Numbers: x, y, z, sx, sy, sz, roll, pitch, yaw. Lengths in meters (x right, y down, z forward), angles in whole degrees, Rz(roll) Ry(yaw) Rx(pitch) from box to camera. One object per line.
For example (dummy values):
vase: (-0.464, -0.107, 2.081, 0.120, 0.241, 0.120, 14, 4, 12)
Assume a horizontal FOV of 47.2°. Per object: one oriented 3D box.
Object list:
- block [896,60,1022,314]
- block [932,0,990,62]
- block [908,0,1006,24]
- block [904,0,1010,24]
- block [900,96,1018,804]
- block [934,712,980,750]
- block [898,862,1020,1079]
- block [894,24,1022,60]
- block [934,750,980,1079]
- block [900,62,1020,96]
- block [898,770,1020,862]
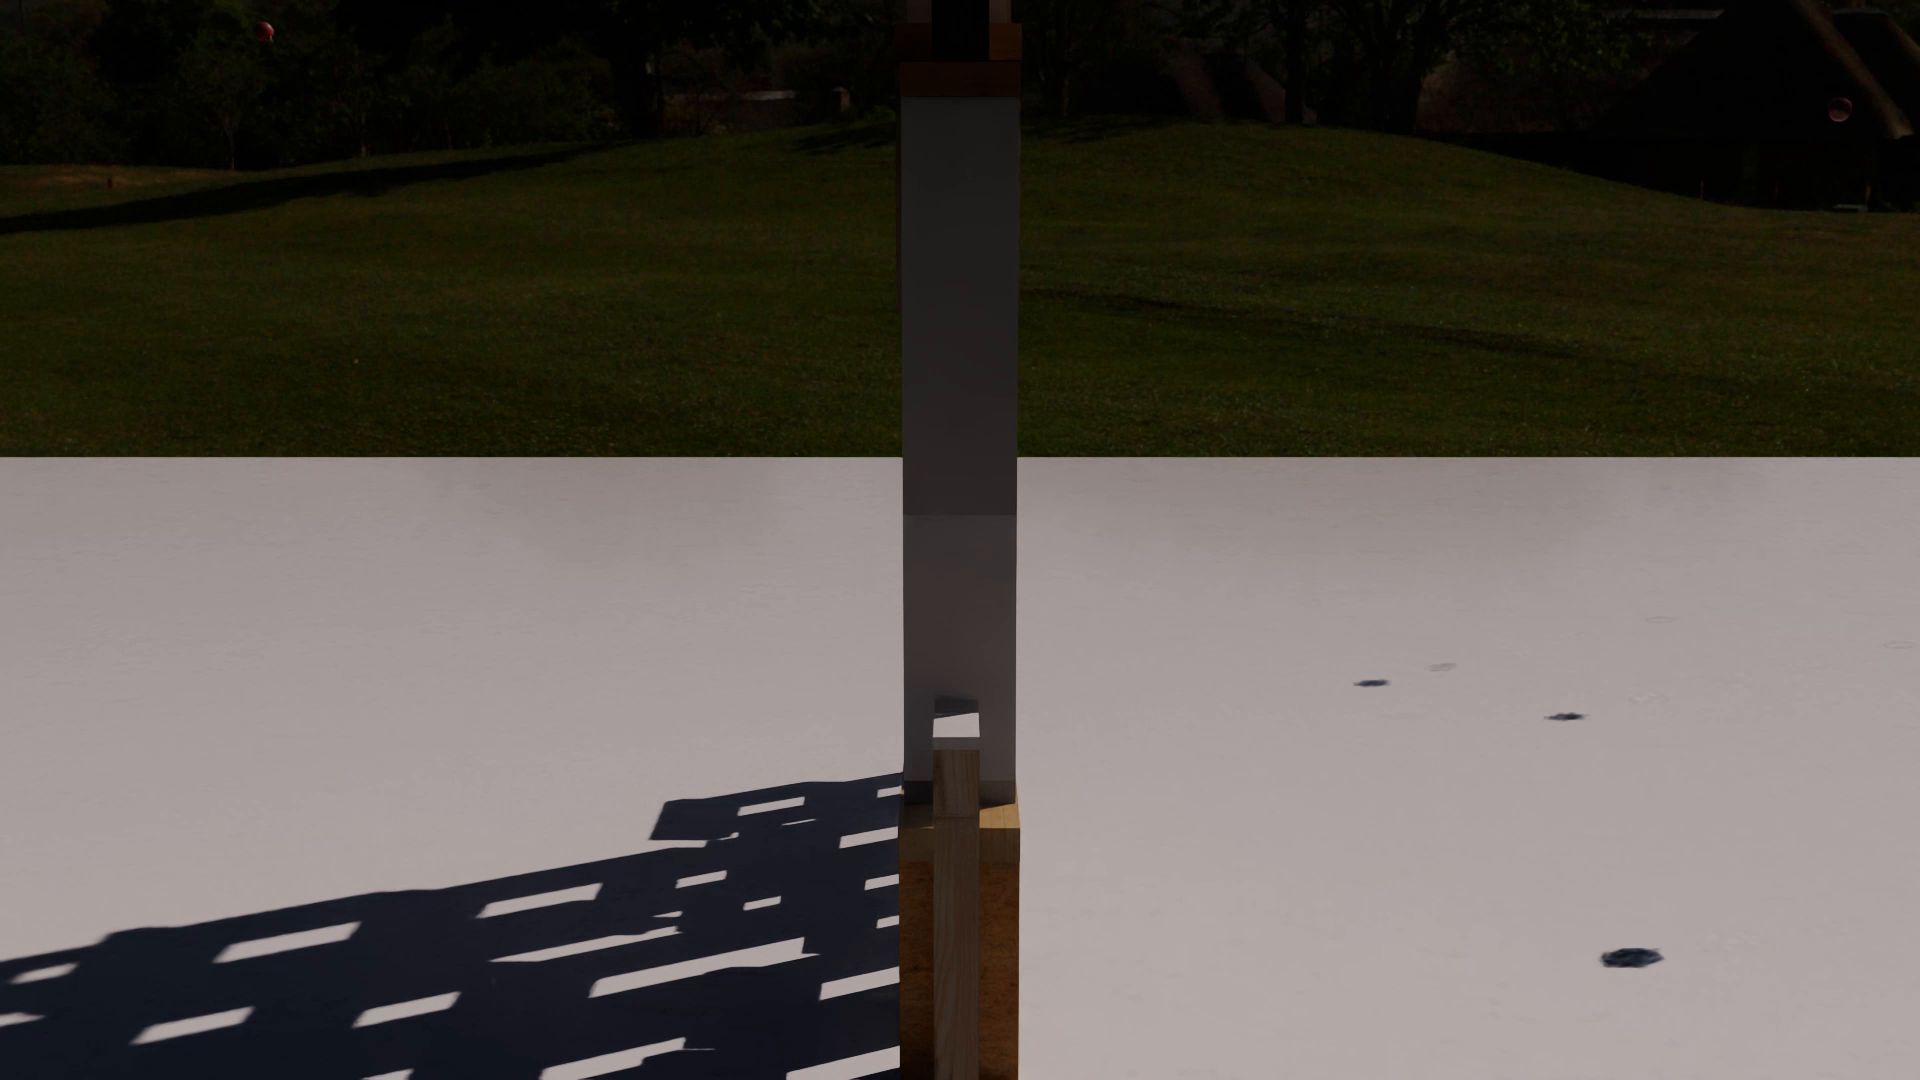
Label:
block: (-0.003, -0.502, 3.135, 0.176, 0.353, 0.050, 0, 11, 0)
block: (0.001, -0.699, 2.881, 0.075, 0.150, 0.021, 0, 11, 0)
block: (-0.005, -0.851, 3.032, 0.136, 0.272, 0.039, 0, 11, 0)
block: (-0.004, -0.928, 3.308, 0.161, 0.322, 0.046, 0, 11, 0)
block: (0.000, -0.108, 2.890, 0.149, 0.931, 0.042, 0, 11, 0)
block: (-0.005, 0.247, 2.840, 0.059, 0.017, 0.118, 0, 11, 0)
block: (-0.001, 0.564, 2.939, 0.159, 0.318, 0.045, 0, 11, 0)
block: (-0.003, -0.721, 3.214, 0.176, 0.050, 0.353, 0, 11, 0)
block: (-0.005, 0.498, 2.847, 0.059, 0.481, 0.017, 0, 11, 0)
block: (0.000, -0.604, 2.899, 0.149, 0.042, 0.299, 0, 10, 0)
block: (-0.001, 0.366, 3.010, 0.159, 0.045, 0.318, 0, 11, 0)
